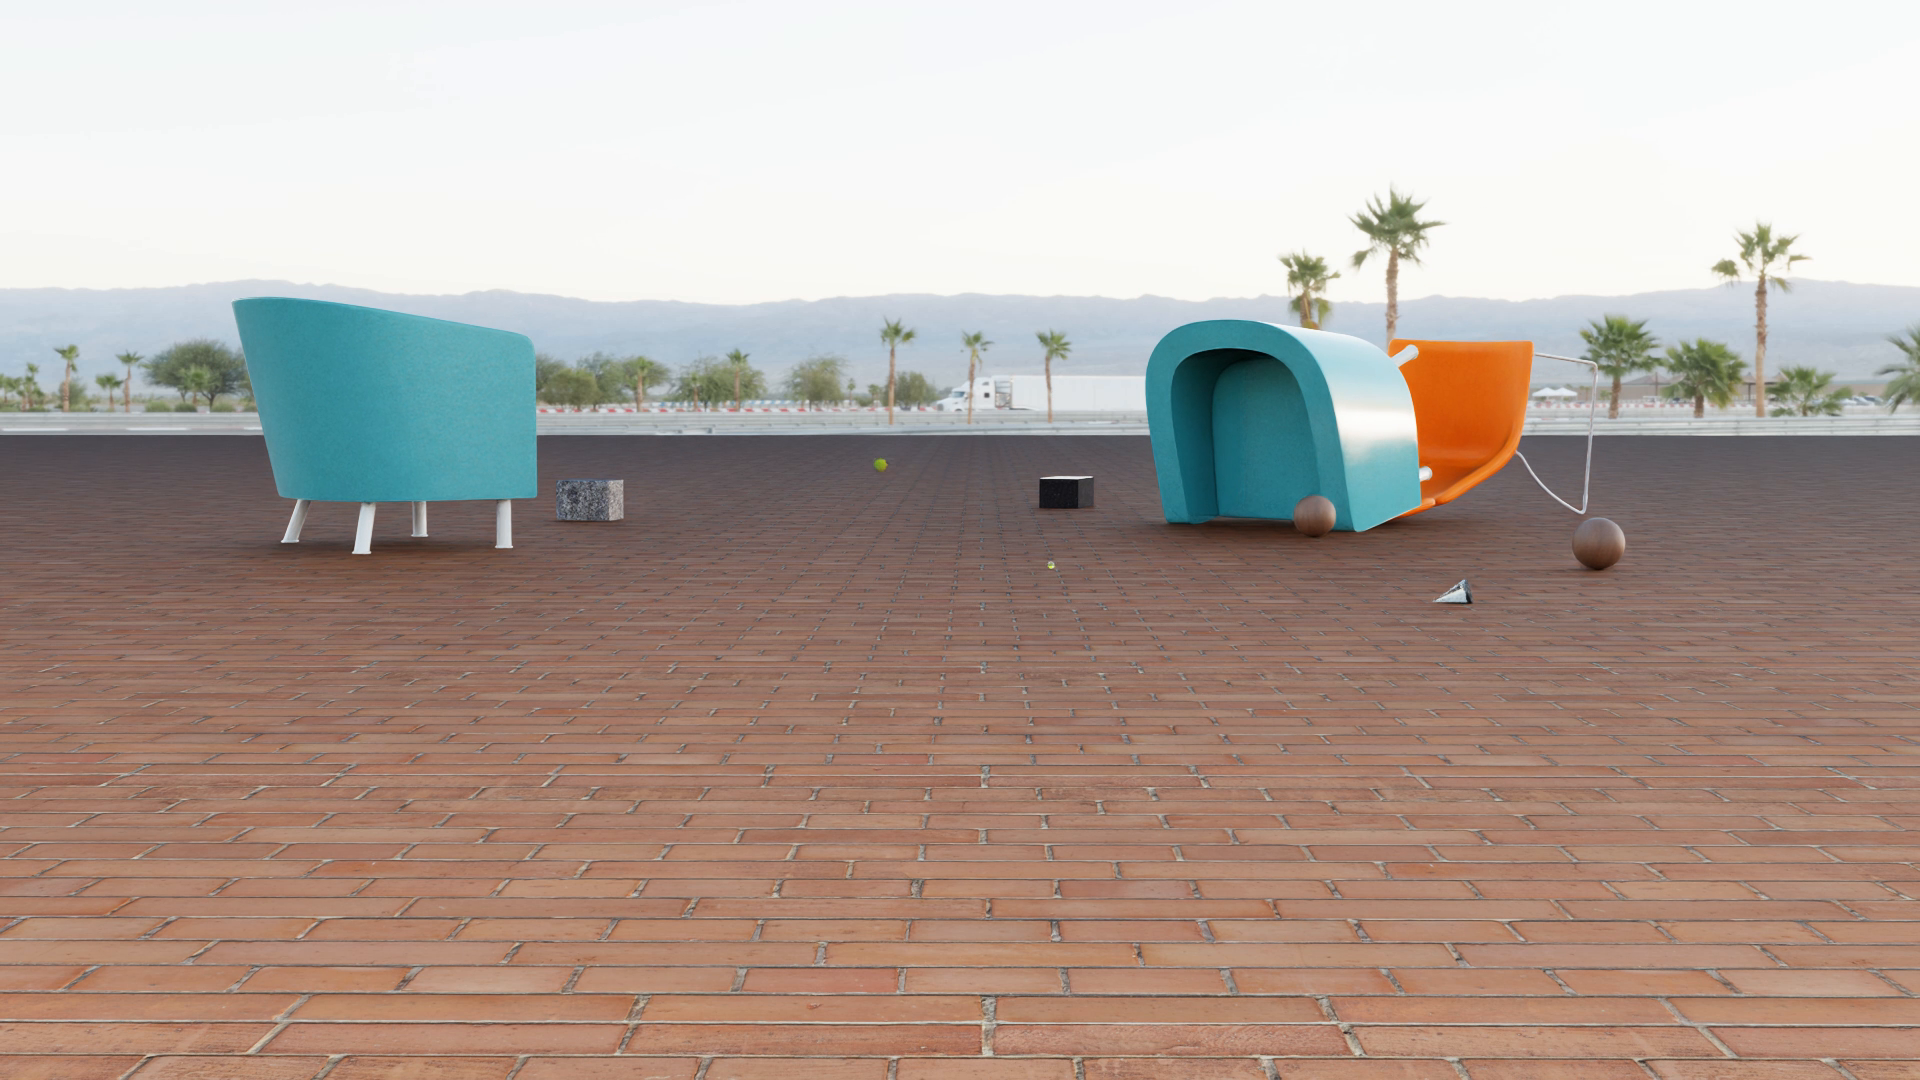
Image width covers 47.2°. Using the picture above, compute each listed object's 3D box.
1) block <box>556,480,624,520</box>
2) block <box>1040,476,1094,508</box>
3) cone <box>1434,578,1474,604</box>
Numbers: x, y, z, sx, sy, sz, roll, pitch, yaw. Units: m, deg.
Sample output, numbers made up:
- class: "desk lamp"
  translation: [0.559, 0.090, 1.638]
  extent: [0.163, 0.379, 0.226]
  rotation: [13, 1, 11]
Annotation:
- class: "block"
  translation: [-1.276, -0.139, 7.586]
  extent: [0.192, 0.135, 0.132]
  rotation: [1, 4, 13]
- class: "block"
  translation: [0.407, -0.182, 8.385]
  extent: [0.153, 0.111, 0.209]
  rotation: [1, 4, 19]
- class: "cone"
  translation: [1.034, 0.119, 4.632]
  extent: [0.080, 0.053, 0.079]
  rotation: [-18, 4, 17]
